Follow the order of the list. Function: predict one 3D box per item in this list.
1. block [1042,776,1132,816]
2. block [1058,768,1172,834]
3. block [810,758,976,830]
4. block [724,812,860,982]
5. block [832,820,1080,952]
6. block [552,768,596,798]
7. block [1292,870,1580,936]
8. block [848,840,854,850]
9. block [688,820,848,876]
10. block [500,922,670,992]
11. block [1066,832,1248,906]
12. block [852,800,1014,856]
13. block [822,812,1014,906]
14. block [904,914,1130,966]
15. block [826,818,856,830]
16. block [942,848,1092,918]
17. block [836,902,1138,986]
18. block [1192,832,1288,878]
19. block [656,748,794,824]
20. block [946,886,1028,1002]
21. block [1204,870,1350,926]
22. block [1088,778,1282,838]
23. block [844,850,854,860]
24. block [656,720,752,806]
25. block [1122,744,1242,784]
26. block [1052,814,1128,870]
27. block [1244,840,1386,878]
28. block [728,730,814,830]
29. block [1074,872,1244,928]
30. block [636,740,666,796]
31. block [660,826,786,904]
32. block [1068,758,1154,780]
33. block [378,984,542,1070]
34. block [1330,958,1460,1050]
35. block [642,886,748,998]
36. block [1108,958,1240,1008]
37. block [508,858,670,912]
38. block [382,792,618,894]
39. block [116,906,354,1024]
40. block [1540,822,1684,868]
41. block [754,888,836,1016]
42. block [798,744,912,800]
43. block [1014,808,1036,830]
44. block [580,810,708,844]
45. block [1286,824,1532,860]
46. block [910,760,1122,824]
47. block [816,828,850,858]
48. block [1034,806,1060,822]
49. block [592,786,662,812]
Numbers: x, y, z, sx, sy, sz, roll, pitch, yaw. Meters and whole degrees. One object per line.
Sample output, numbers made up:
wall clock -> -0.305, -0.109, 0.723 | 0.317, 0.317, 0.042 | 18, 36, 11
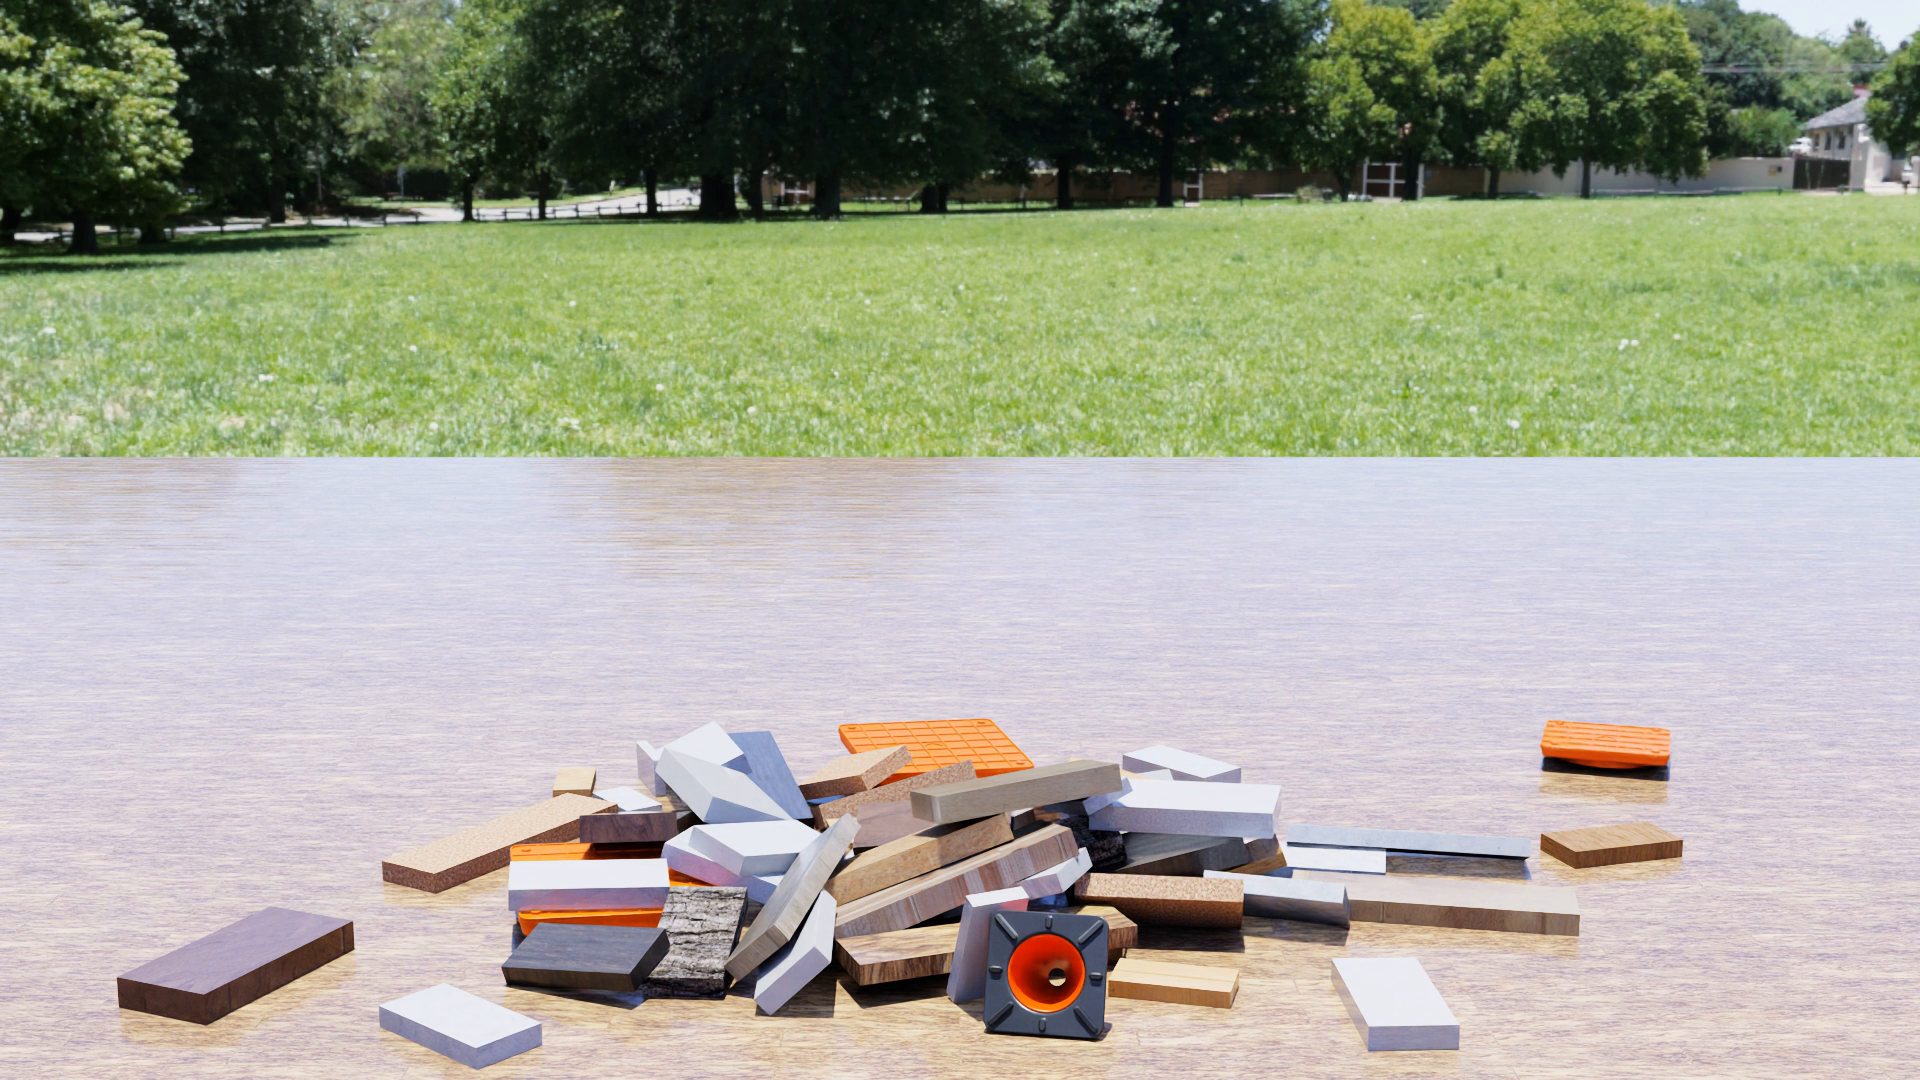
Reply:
block -> 0.208, 0.423, 3.659 | 0.090, 0.026, 0.180 | -26, 5, -21
block -> 0.288, 0.484, 3.937 | 0.231, 0.116, 0.033 | -5, -27, -27
block -> -0.121, 0.459, 3.959 | 0.285, 0.040, 0.143 | -16, -6, -13
block -> -0.254, 0.546, 3.400 | 0.112, 0.032, 0.398 | -41, 4, 21
block -> -0.024, 0.536, 3.418 | 0.403, 0.043, 0.153 | -20, 4, -16
block -> -0.745, 0.471, 4.252 | 0.072, 0.020, 0.143 | -1, 11, -5
block -> 0.768, 0.589, 3.576 | 0.454, 0.036, 0.127 | 2, 11, 11
block -> -0.183, 0.518, 3.807 | 0.048, 0.014, 0.095 | -7, 13, -34
block -> -0.316, 0.508, 3.636 | 0.124, 0.035, 0.247 | 23, 11, 37
block -> -0.557, 0.620, 3.273 | 0.224, 0.032, 0.112 | -2, 26, 24
block -> 0.317, 0.528, 3.668 | 0.302, 0.043, 0.151 | -14, 13, 0
block -> -0.043, 0.482, 3.668 | 0.261, 0.037, 0.131 | -5, 26, 5
block -> -0.073, 0.502, 3.510 | 0.307, 0.043, 0.153 | -20, 1, -5
block -> 0.063, 0.616, 3.435 | 0.393, 0.034, 0.120 | 2, 11, 9
block -> -0.175, 0.499, 3.830 | 0.110, 0.016, 0.055 | -2, 11, -11
block -> 0.086, 0.538, 3.446 | 0.222, 0.031, 0.111 | -18, 5, 31
block -> 0.042, 0.606, 3.312 | 0.444, 0.031, 0.111 | -4, 11, -21
block -> 0.453, 0.545, 3.670 | 0.175, 0.025, 0.088 | -20, 13, 4
block -> -0.417, 0.453, 3.889 | 0.162, 0.046, 0.325 | 22, 1, -24
block -> 0.040, 0.588, 3.193 | 0.090, 0.180, 0.026 | -5, 33, -26
block -> 0.505, 0.572, 3.508 | 0.222, 0.031, 0.111 | 3, -28, 17
block -> 0.378, 0.447, 3.673 | 0.302, 0.043, 0.151 | 1, 12, 13
block -> -0.188, 0.558, 3.706 | 0.014, 0.048, 0.095 | 7, 12, 11
block -> -0.503, 0.429, 4.250 | 0.143, 0.040, 0.285 | -27, 15, -12
block -> 0.436, 0.450, 4.337 | 0.108, 0.031, 0.217 | -9, 14, -41
block -> 0.116, 0.530, 3.675 | 0.302, 0.043, 0.151 | -15, 12, -4
block -> 0.597, 0.556, 3.754 | 0.254, 0.036, 0.127 | 2, 11, 11
block -> -0.395, 0.467, 4.218 | 0.143, 0.040, 0.597 | -2, 11, -12
block -> 0.314, 0.570, 3.473 | 0.261, 0.037, 0.131 | 1, -28, 6
block -> -0.600, 0.443, 4.265 | 0.020, 0.072, 0.143 | -6, 12, -21
block -> -0.347, 0.543, 3.598 | 0.261, 0.037, 0.130 | 19, 9, 11
block -> 0.291, 0.452, 3.831 | 0.231, 0.116, 0.033 | 15, 51, 2
block -> -0.703, 0.681, 3.090 | 0.224, 0.032, 0.112 | 9, 14, 40
block -> 0.623, 0.665, 3.165 | 0.127, 0.036, 0.254 | 0, 11, -2
block -> -0.399, 0.606, 3.333 | 0.120, 0.034, 0.240 | 1, 25, 4
block -> 0.316, 0.655, 3.250 | 0.180, 0.025, 0.090 | 3, 11, 15
block -> -0.586, 0.545, 3.478 | 0.247, 0.035, 0.124 | 0, 12, -10
block -> -0.805, 0.531, 3.889 | 0.124, 0.035, 0.461 | 7, 12, 32
block -> -1.082, 0.635, 3.303 | 0.162, 0.046, 0.325 | 5, 11, 23
block -> 1.147, 0.537, 3.872 | 0.217, 0.031, 0.108 | -3, 11, -17
block -> -0.243, 0.608, 3.268 | 0.120, 0.034, 0.240 | -42, 9, 7
block -> -0.199, 0.436, 4.115 | 0.116, 0.033, 0.231 | -31, 8, -36
block -> -0.019, 0.509, 3.733 | 0.273, 0.039, 0.136 | -20, 13, -24
block -> -0.536, 0.492, 3.793 | 0.162, 0.046, 0.331 | -2, -6, 4
block -> 0.775, 0.525, 3.818 | 0.410, 0.031, 0.108 | 2, -11, 9
block -> 0.089, 0.403, 3.535 | 0.307, 0.043, 0.153 | -8, 0, -18
block -> -0.173, 0.533, 3.868 | 0.136, 0.039, 0.273 | 10, 14, 42
block -> 0.078, 0.488, 4.008 | 0.273, 0.039, 0.136 | 1, -5, 3
block -> -0.625, 0.495, 4.127 | 0.072, 0.020, 0.143 | -8, 13, -35
